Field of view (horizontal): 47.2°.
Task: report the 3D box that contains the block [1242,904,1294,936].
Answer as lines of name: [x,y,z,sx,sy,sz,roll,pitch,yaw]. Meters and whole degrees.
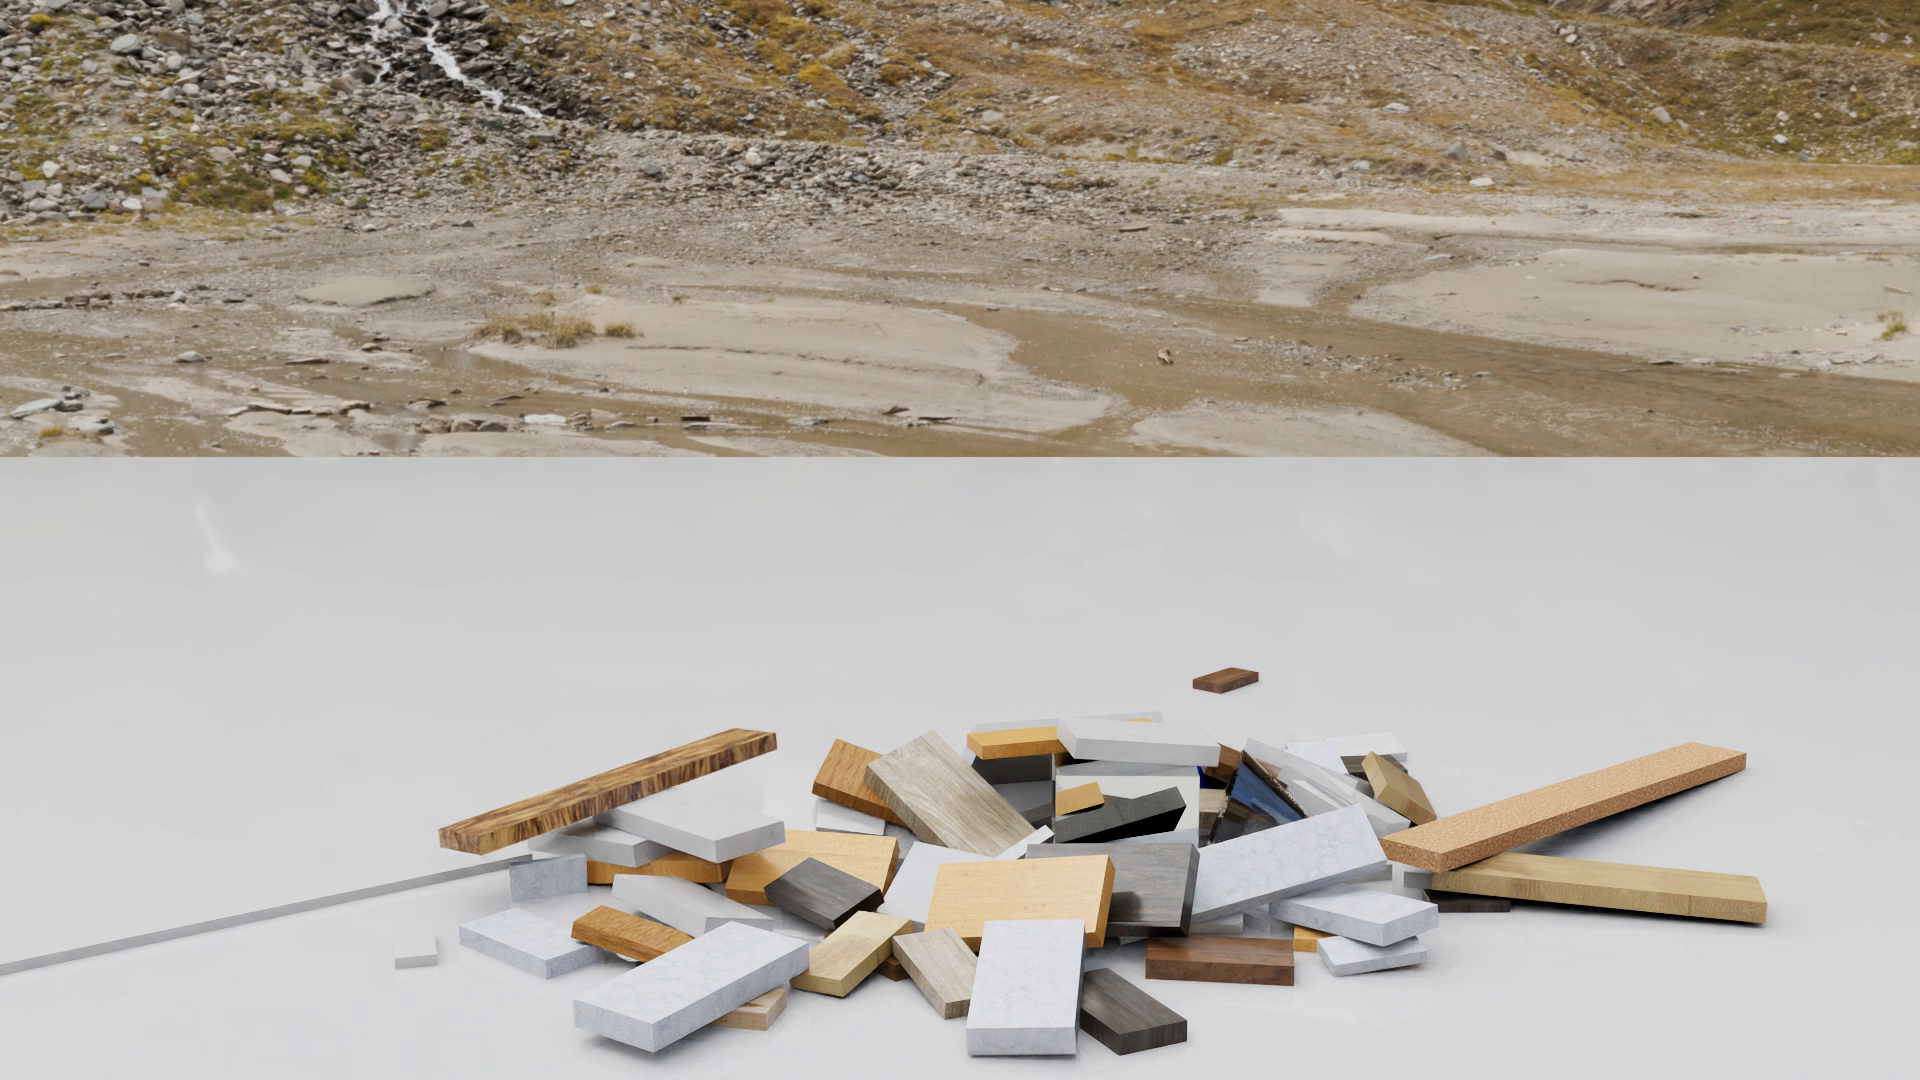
block: [0.527,0.602,3.549,0.148,0.021,0.074,-8,13,-36]

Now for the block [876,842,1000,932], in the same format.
block: [0.043,0.570,3.454,0.334,0.040,0.140,7,51,33]

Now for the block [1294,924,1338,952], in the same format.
block: [0.596,0.623,3.432,0.148,0.021,0.074,2,11,10]

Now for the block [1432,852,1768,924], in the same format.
block: [1.041,0.563,3.609,0.521,0.035,0.122,4,12,12]

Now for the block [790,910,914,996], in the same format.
block: [-0.163,0.621,3.314,0.097,0.027,0.194,2,21,32]

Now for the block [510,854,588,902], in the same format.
block: [-0.684,0.561,3.653,0.125,0.063,0.018,-4,11,-23]

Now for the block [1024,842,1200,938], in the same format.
block: [0.228,0.547,3.440,0.280,0.140,0.040,-4,-35,26]

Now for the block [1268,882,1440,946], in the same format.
block: [0.612,0.579,3.432,0.122,0.035,0.245,-10,8,-35]

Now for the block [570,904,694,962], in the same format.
block: [-0.491,0.611,3.371,0.185,0.026,0.093,15,11,16]

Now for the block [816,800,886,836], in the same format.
block: [-0.185,0.477,3.745,0.115,0.016,0.058,7,47,2]

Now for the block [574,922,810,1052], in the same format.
block: [-0.380,0.636,3.156,0.149,0.042,0.338,8,15,34]

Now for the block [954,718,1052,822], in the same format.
block: [0.041,0.442,3.918,0.335,0.047,0.167,-16,54,-22]

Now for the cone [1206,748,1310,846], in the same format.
cone: [0.551,0.509,3.649,0.256,0.256,0.256,19,13,6]

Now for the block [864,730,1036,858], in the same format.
block: [-0.009,0.456,3.706,0.149,0.042,0.298,-25,53,-35]

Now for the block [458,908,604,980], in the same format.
block: [-0.664,0.623,3.405,0.221,0.031,0.110,9,14,41]

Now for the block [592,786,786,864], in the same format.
block: [-0.461,0.469,3.682,0.131,0.037,0.414,-12,11,-36]

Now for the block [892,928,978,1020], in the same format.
block: [-0.017,0.638,3.248,0.097,0.027,0.200,-5,21,-24]

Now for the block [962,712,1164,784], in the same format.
block: [0.178,0.367,3.859,0.335,0.047,0.167,-3,-28,-12]

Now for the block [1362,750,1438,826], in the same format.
block: [0.817,0.466,4.099,0.112,0.032,0.223,33,10,-3]

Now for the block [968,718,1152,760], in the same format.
block: [0.180,0.335,3.715,0.327,0.023,0.081,-3,11,-18]

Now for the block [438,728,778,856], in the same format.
block: [-0.593,0.428,3.810,0.110,0.031,0.672,2,12,41]

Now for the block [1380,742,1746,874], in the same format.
block: [1.129,0.474,4.005,0.117,0.033,1.157,10,11,42]

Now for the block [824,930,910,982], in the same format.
block: [-0.118,0.629,3.385,0.093,0.026,0.185,-8,13,-38]

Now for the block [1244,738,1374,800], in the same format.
block: [0.657,0.430,4.129,0.231,0.032,0.112,20,0,32]

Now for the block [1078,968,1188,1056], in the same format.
block: [0.219,0.672,3.143,0.110,0.031,0.221,-5,12,-26]

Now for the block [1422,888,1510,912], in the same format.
block: [0.831,0.592,3.609,0.129,0.018,0.064,0,11,0]

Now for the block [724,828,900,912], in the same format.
block: [-0.243,0.545,3.630,0.263,0.037,0.131,2,44,13]

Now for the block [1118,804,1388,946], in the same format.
block: [0.448,0.528,3.487,0.442,0.031,0.110,-14,51,-7]

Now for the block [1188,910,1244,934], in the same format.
block: [0.331,0.565,3.512,0.234,0.033,0.117,1,55,3]

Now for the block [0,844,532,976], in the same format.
block: [-1.291,0.620,3.461,1.316,0.018,0.063,-8,13,-36]

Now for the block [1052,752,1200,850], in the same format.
block: [0.272,0.472,3.672,0.231,0.231,0.231,0,11,1]
